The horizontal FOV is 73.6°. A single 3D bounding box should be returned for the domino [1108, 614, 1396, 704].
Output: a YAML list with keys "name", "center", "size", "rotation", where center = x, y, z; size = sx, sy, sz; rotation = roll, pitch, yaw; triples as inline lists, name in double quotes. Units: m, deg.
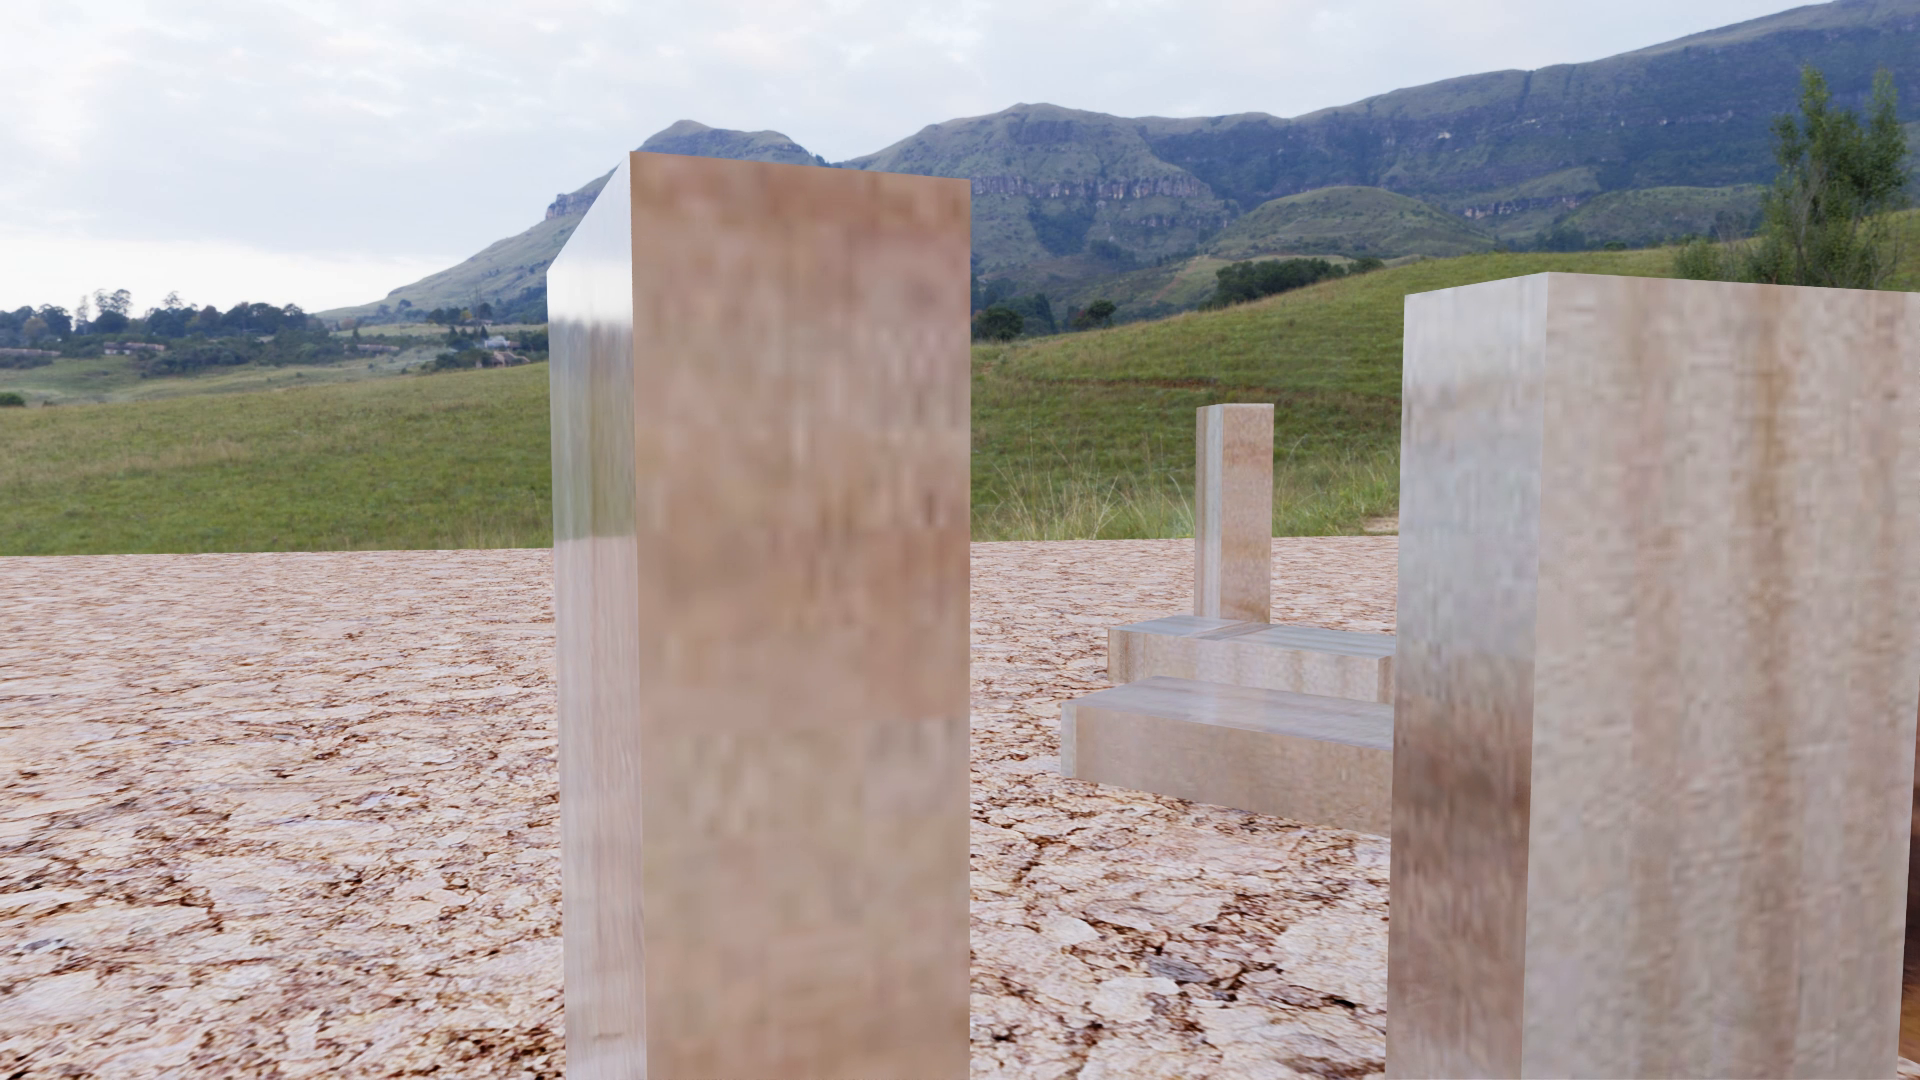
- name: "domino"
  center: [0.054, 0.021, 0.223]
  size: [0.050, 0.010, 0.025]
  rotation: [4, 6, 41]

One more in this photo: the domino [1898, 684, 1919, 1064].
- name: "domino"
  center: [0.073, 0.011, 0.082]
  size: [0.009, 0.050, 0.025]
  rotation: [-2, 5, -22]

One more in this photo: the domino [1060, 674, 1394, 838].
- name: "domino"
  center: [0.040, 0.026, 0.159]
  size: [0.050, 0.010, 0.025]
  rotation: [3, 5, 38]

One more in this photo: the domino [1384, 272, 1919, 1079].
- name: "domino"
  center: [0.036, 0.013, 0.067]
  size: [0.025, 0.050, 0.009]
  rotation: [-2, 5, -20]

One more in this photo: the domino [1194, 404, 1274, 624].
- name: "domino"
  center: [0.054, -0.002, 0.255]
  size: [0.010, 0.050, 0.025]
  rotation: [0, 4, -1]

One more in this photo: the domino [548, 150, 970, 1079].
- name: "domino"
  center: [-0.009, 0.014, 0.048]
  size: [0.010, 0.050, 0.025]
  rotation: [-2, 5, -22]
